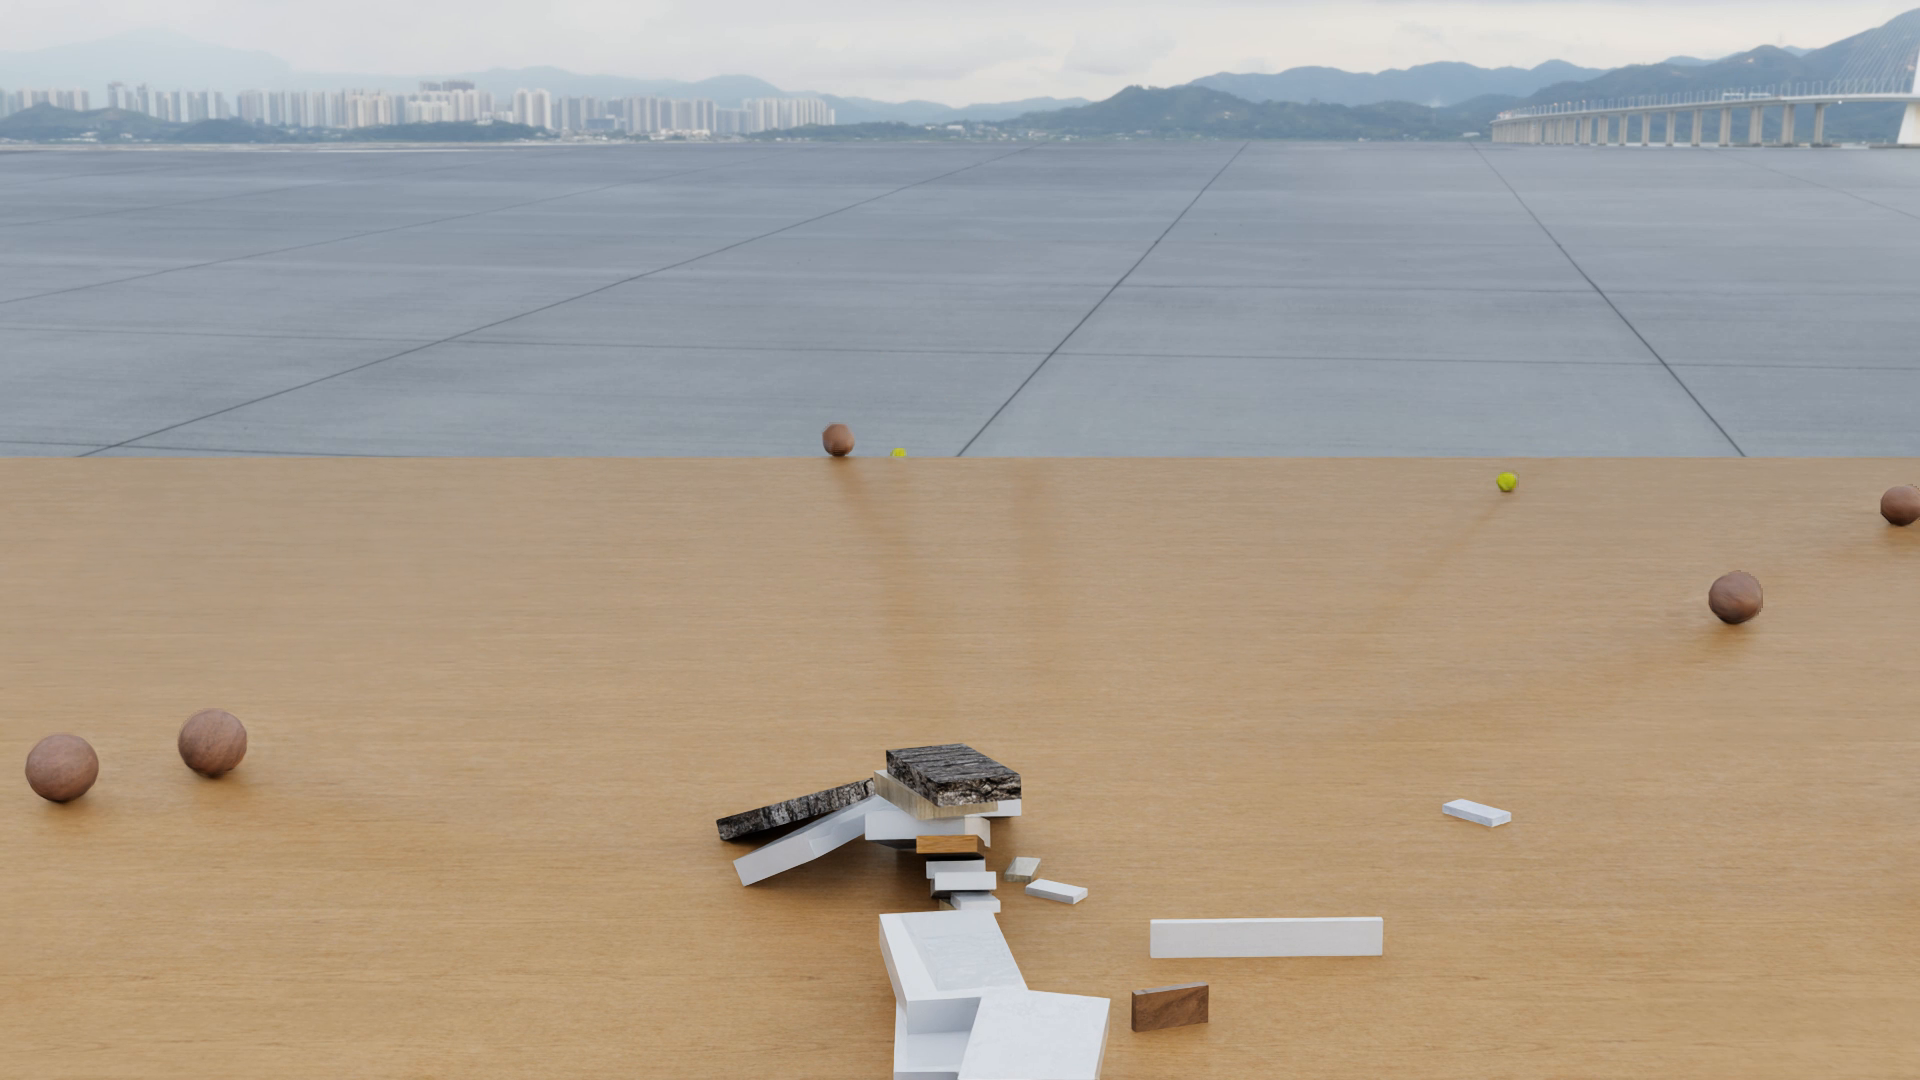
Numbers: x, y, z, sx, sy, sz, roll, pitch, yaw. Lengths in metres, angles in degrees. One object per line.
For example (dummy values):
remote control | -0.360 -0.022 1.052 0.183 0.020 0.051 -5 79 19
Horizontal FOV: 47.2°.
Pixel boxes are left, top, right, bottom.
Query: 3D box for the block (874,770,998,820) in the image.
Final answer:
block | -0.043 0.414 3.634 0.134 0.038 0.268 -4 4 -17

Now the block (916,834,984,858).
block | -0.014 0.499 3.572 0.096 0.027 0.193 -2 -11 4

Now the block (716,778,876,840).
block | -0.294 0.487 3.989 0.268 0.038 0.134 -10 -7 -43

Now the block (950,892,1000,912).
block | 0.024 0.572 3.470 0.062 0.017 0.123 0 -3 -8

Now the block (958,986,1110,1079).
block | 0.087 0.690 2.800 0.169 0.048 0.338 4 22 9

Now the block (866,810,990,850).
block | -0.050 0.492 3.728 0.164 0.046 0.328 -2 -11 8

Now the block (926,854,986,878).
block | -0.006 0.546 3.693 0.096 0.027 0.193 -1 -4 0

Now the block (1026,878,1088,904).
block | 0.160 0.585 3.661 0.093 0.013 0.046 7 12 32

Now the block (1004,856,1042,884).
block | 0.108 0.565 3.767 0.046 0.013 0.093 2 11 12

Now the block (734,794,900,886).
block | -0.230 0.507 3.802 0.164 0.046 0.328 -25 -4 31

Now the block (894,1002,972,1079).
block | -0.004 0.684 3.031 0.169 0.048 0.338 0 11 -1

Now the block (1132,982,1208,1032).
block | 0.298 0.663 3.123 0.113 0.056 0.016 -4 11 -19

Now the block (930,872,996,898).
block | 0.004 0.559 3.562 0.096 0.027 0.193 -1 -13 -3

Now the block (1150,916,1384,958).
block | 0.472 0.613 3.391 0.358 0.056 0.016 0 11 -2

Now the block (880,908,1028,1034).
block | -0.013 0.613 3.150 0.169 0.048 0.338 -2 11 -8

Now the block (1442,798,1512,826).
block | 0.958 0.506 4.079 0.056 0.016 0.112 -9 14 -39

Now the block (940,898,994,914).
block | 0.010 0.592 3.530 0.062 0.017 0.123 1 -3 -13

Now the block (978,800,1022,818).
block | 0.017 0.470 3.914 0.164 0.046 0.328 0 -8 -2

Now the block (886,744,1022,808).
block | -0.015 0.379 3.567 0.134 0.038 0.347 -4 4 -15
